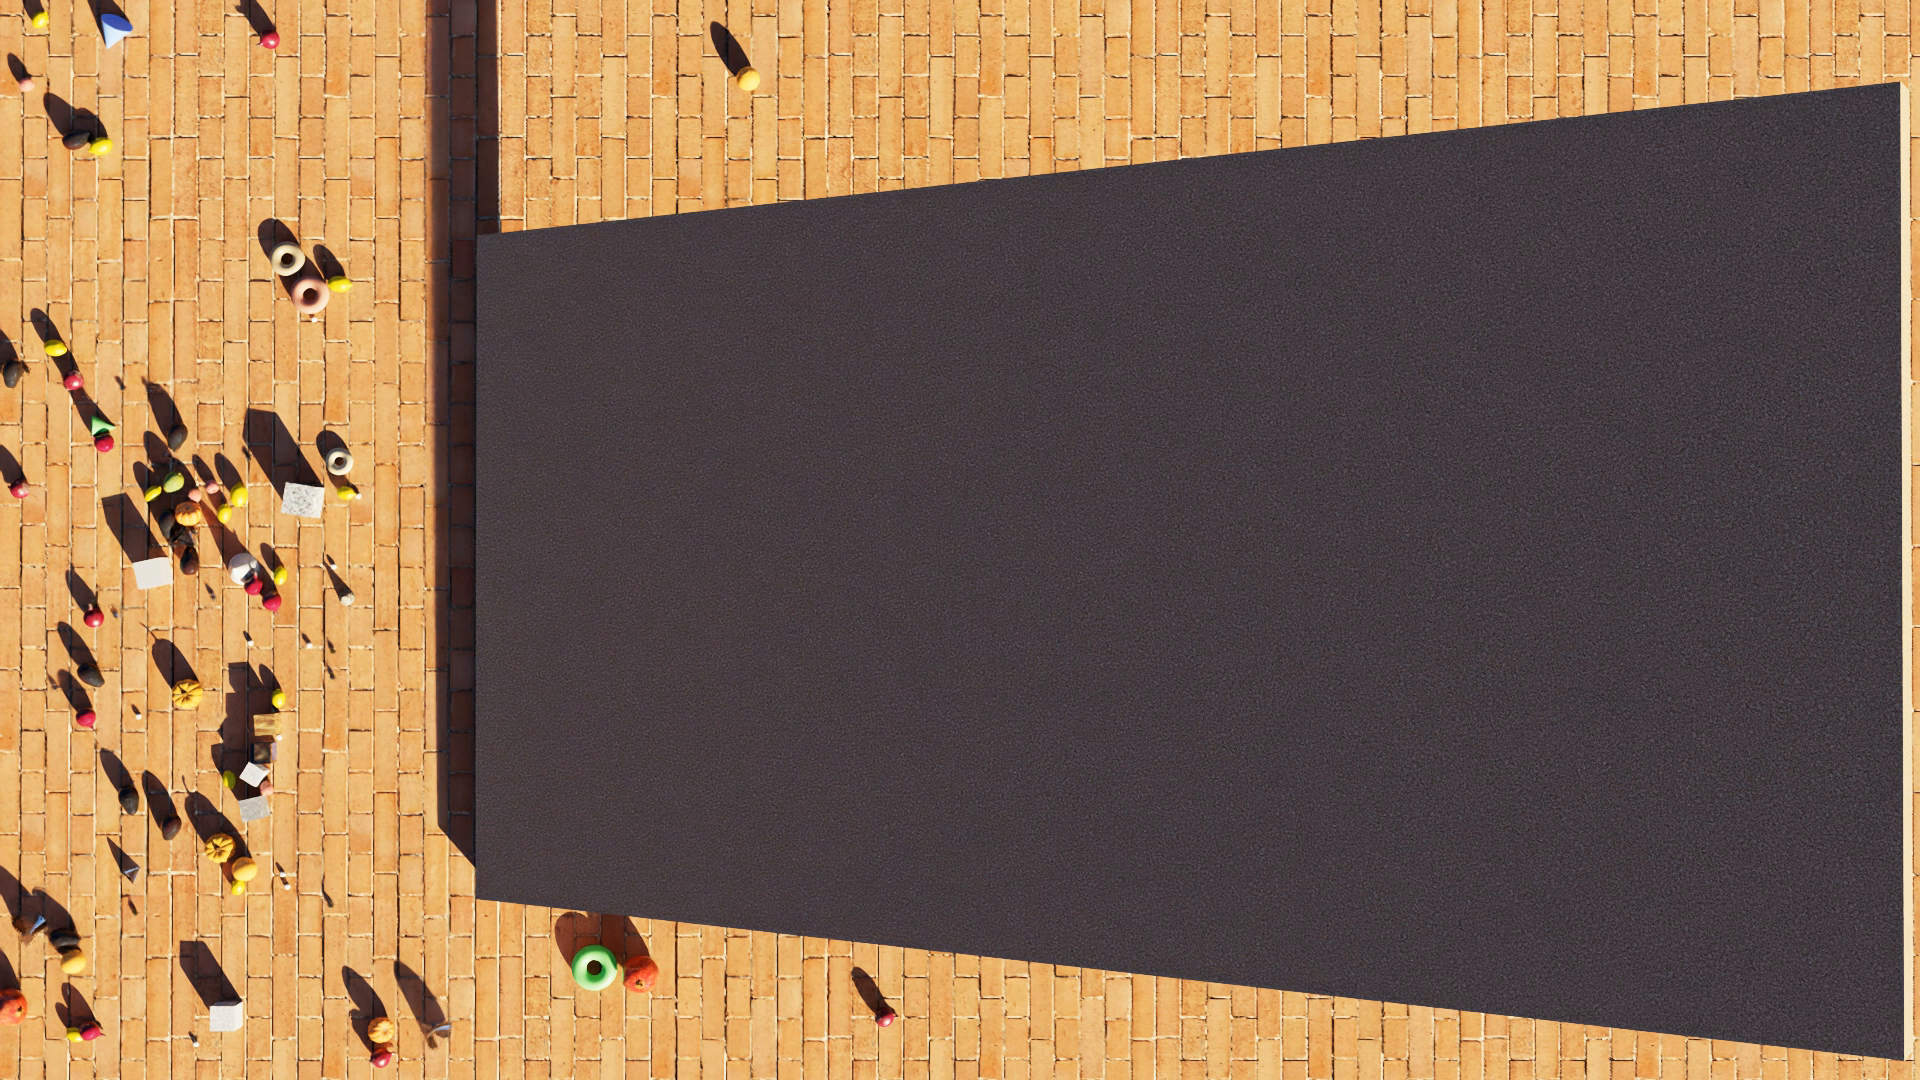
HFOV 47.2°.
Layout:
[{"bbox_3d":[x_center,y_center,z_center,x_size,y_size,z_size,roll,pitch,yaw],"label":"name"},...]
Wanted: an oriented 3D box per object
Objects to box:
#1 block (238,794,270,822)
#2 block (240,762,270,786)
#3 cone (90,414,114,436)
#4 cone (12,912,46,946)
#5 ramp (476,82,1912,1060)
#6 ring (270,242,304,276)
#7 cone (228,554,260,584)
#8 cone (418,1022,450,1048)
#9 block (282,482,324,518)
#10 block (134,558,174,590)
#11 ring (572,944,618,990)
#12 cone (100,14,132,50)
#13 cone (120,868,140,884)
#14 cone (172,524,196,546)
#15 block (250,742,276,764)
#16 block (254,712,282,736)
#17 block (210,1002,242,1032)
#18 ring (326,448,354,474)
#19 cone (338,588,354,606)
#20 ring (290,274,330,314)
[{"bbox_3d":[-2.140,0.814,6.670,0.066,0.066,0.066,-12,90,0],"label":"block"},{"bbox_3d":[-2.141,0.709,6.677,0.055,0.055,0.055,32,90,0],"label":"block"},{"bbox_3d":[-2.607,-0.344,6.698,0.070,0.070,0.070,7,89,-32],"label":"cone"},{"bbox_3d":[-2.832,1.200,6.678,0.096,0.096,0.096,18,116,0],"label":"cone"},{"bbox_3d":[0.260,0.071,5.600,4.000,0.100,2.000,0,89,32],"label":"ramp"},{"bbox_3d":[-2.050,-0.857,6.700,0.107,0.036,0.107,0,90,-1],"label":"ring"},{"bbox_3d":[-2.186,0.088,6.661,0.097,0.097,0.097,0,89,0],"label":"cone"},{"bbox_3d":[-1.616,1.484,6.677,0.090,0.090,0.090,22,89,27],"label":"cone"},{"bbox_3d":[-1.991,-0.120,6.665,0.093,0.093,0.093,9,89,0],"label":"block"},{"bbox_3d":[-2.447,0.101,6.669,0.080,0.080,0.080,-12,90,0],"label":"block"},{"bbox_3d":[-1.110,1.298,6.676,0.140,0.047,0.140,0,91,0],"label":"ring"},{"bbox_3d":[-2.585,-1.536,6.702,0.096,0.096,0.096,34,116,0],"label":"cone"},{"bbox_3d":[-2.513,1.012,6.690,0.052,0.052,0.052,45,63,0],"label":"cone"},{"bbox_3d":[-2.349,0.000,6.695,0.067,0.067,0.067,-48,116,0],"label":"cone"},{"bbox_3d":[-2.113,0.646,6.674,0.061,0.061,0.061,0,89,0],"label":"block"},{"bbox_3d":[-2.100,0.558,6.674,0.062,0.062,0.062,-4,89,0],"label":"block"},{"bbox_3d":[-2.222,1.442,6.660,0.074,0.074,0.074,0,89,0],"label":"block"},{"bbox_3d":[-1.891,-0.240,6.699,0.084,0.028,0.084,0,88,-1],"label":"ring"},{"bbox_3d":[-1.871,0.174,6.684,0.050,0.050,0.050,0,89,0],"label":"cone"},{"bbox_3d":[-1.980,-0.748,6.698,0.118,0.039,0.118,0,91,0],"label":"ring"}]
